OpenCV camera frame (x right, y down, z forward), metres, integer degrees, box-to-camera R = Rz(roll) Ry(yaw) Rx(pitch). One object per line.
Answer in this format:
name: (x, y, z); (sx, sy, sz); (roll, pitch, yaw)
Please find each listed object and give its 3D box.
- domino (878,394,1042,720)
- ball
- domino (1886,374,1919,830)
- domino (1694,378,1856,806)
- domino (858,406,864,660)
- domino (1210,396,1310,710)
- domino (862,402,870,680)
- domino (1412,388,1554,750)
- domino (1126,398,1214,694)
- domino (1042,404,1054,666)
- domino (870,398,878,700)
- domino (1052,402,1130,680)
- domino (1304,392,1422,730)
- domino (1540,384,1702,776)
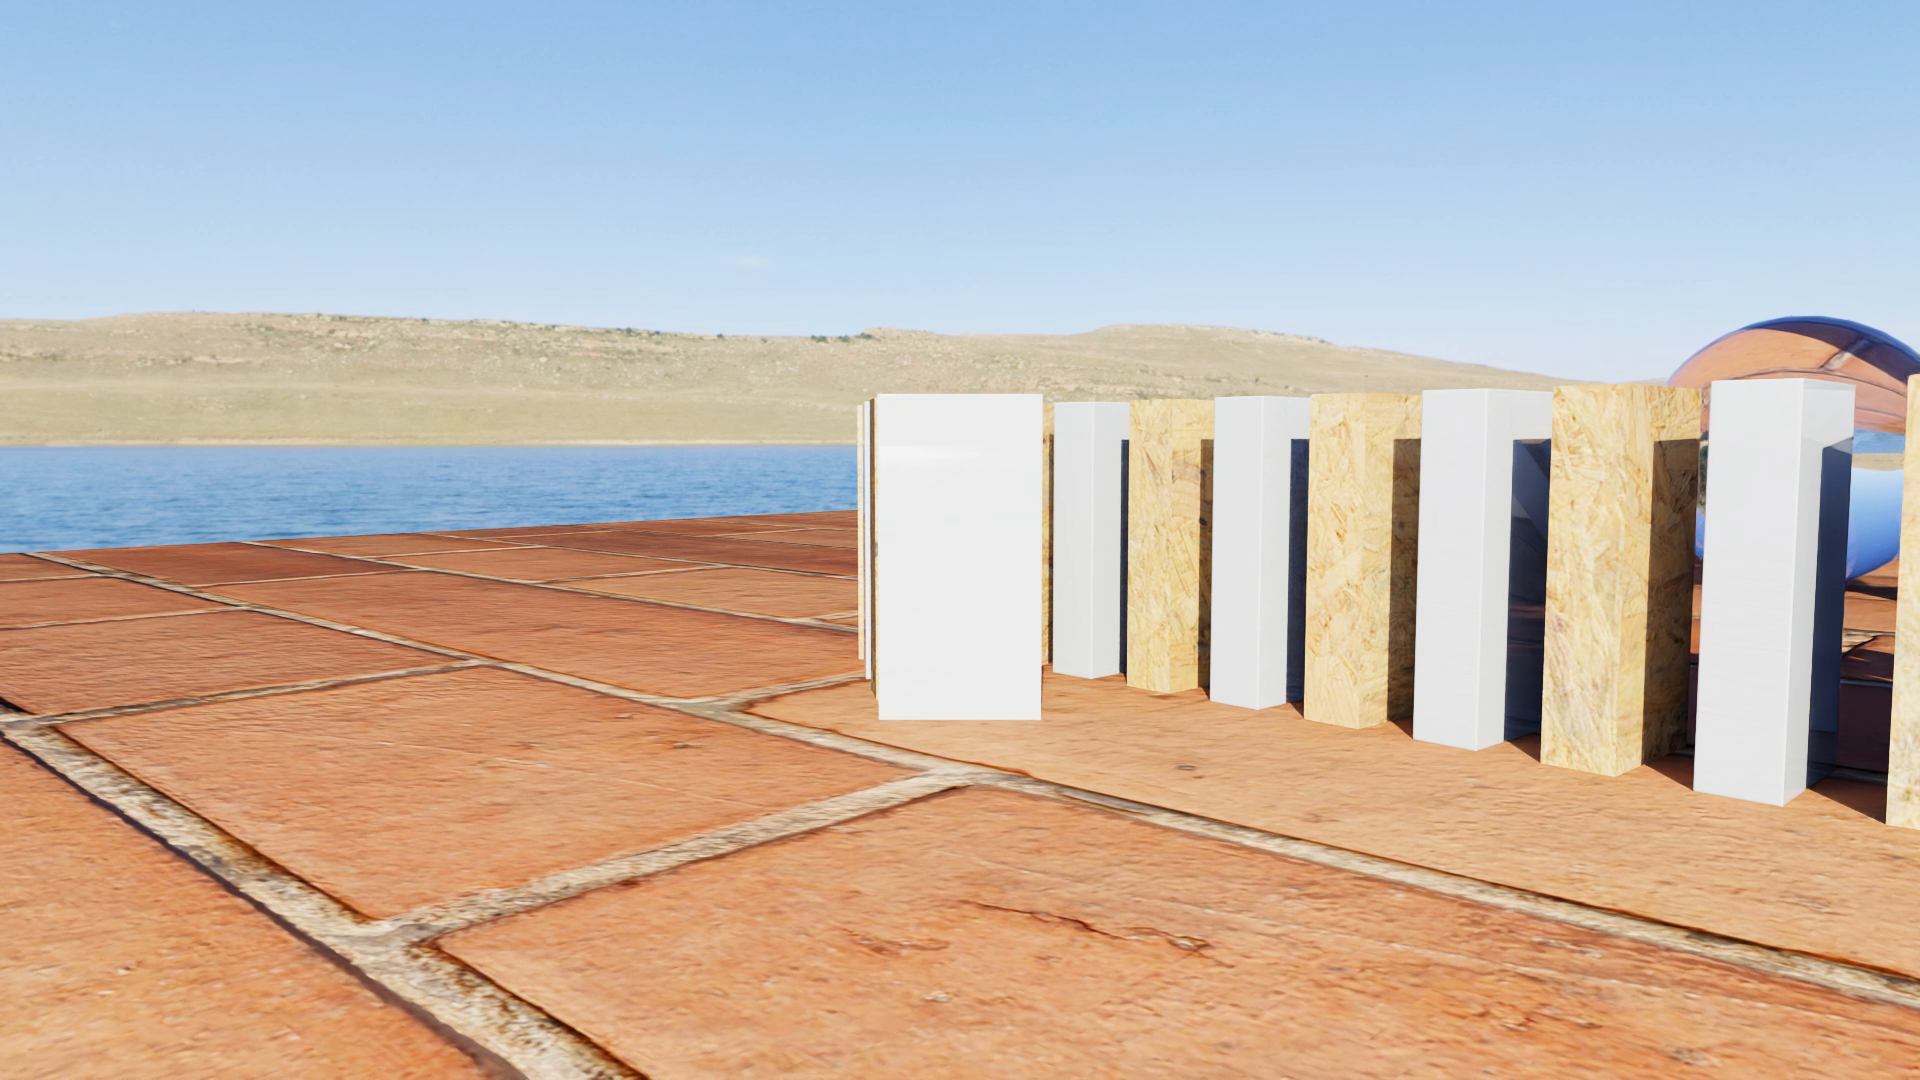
domino: (0.000, 0.002, 0.201); (0.025, 0.050, 0.010); (0, 4, 0)
ball: (0.246, -0.026, 0.379); (0.080, 0.080, 0.080); (0, 4, 0)
domino: (0.115, 0.006, 0.148); (0.009, 0.050, 0.025); (3, 5, 40)
domino: (0.102, 0.005, 0.161); (0.025, 0.050, 0.009); (-4, 6, -44)
domino: (-0.007, -0.001, 0.253); (0.025, 0.050, 0.010); (1, 4, 15)
domino: (0.054, 0.001, 0.215); (0.025, 0.050, 0.010); (-4, 6, -41)
domino: (-0.005, 0.000, 0.237); (0.025, 0.050, 0.010); (-1, 4, -7)
domino: (0.078, 0.003, 0.188); (0.025, 0.050, 0.009); (-4, 6, -41)
domino: (0.042, 0.000, 0.229); (0.025, 0.050, 0.009); (-4, 6, -41)
domino: (0.017, -0.002, 0.255); (0.010, 0.050, 0.025); (3, 5, 35)
domino: (-0.002, 0.001, 0.219); (0.025, 0.050, 0.009); (-1, 4, -9)
domino: (0.030, -0.001, 0.242); (0.025, 0.050, 0.009); (-4, 6, -43)
domino: (0.066, 0.002, 0.201); (0.025, 0.050, 0.009); (-4, 6, -41)
domino: (0.090, 0.004, 0.174); (0.025, 0.050, 0.009); (-4, 6, -42)
